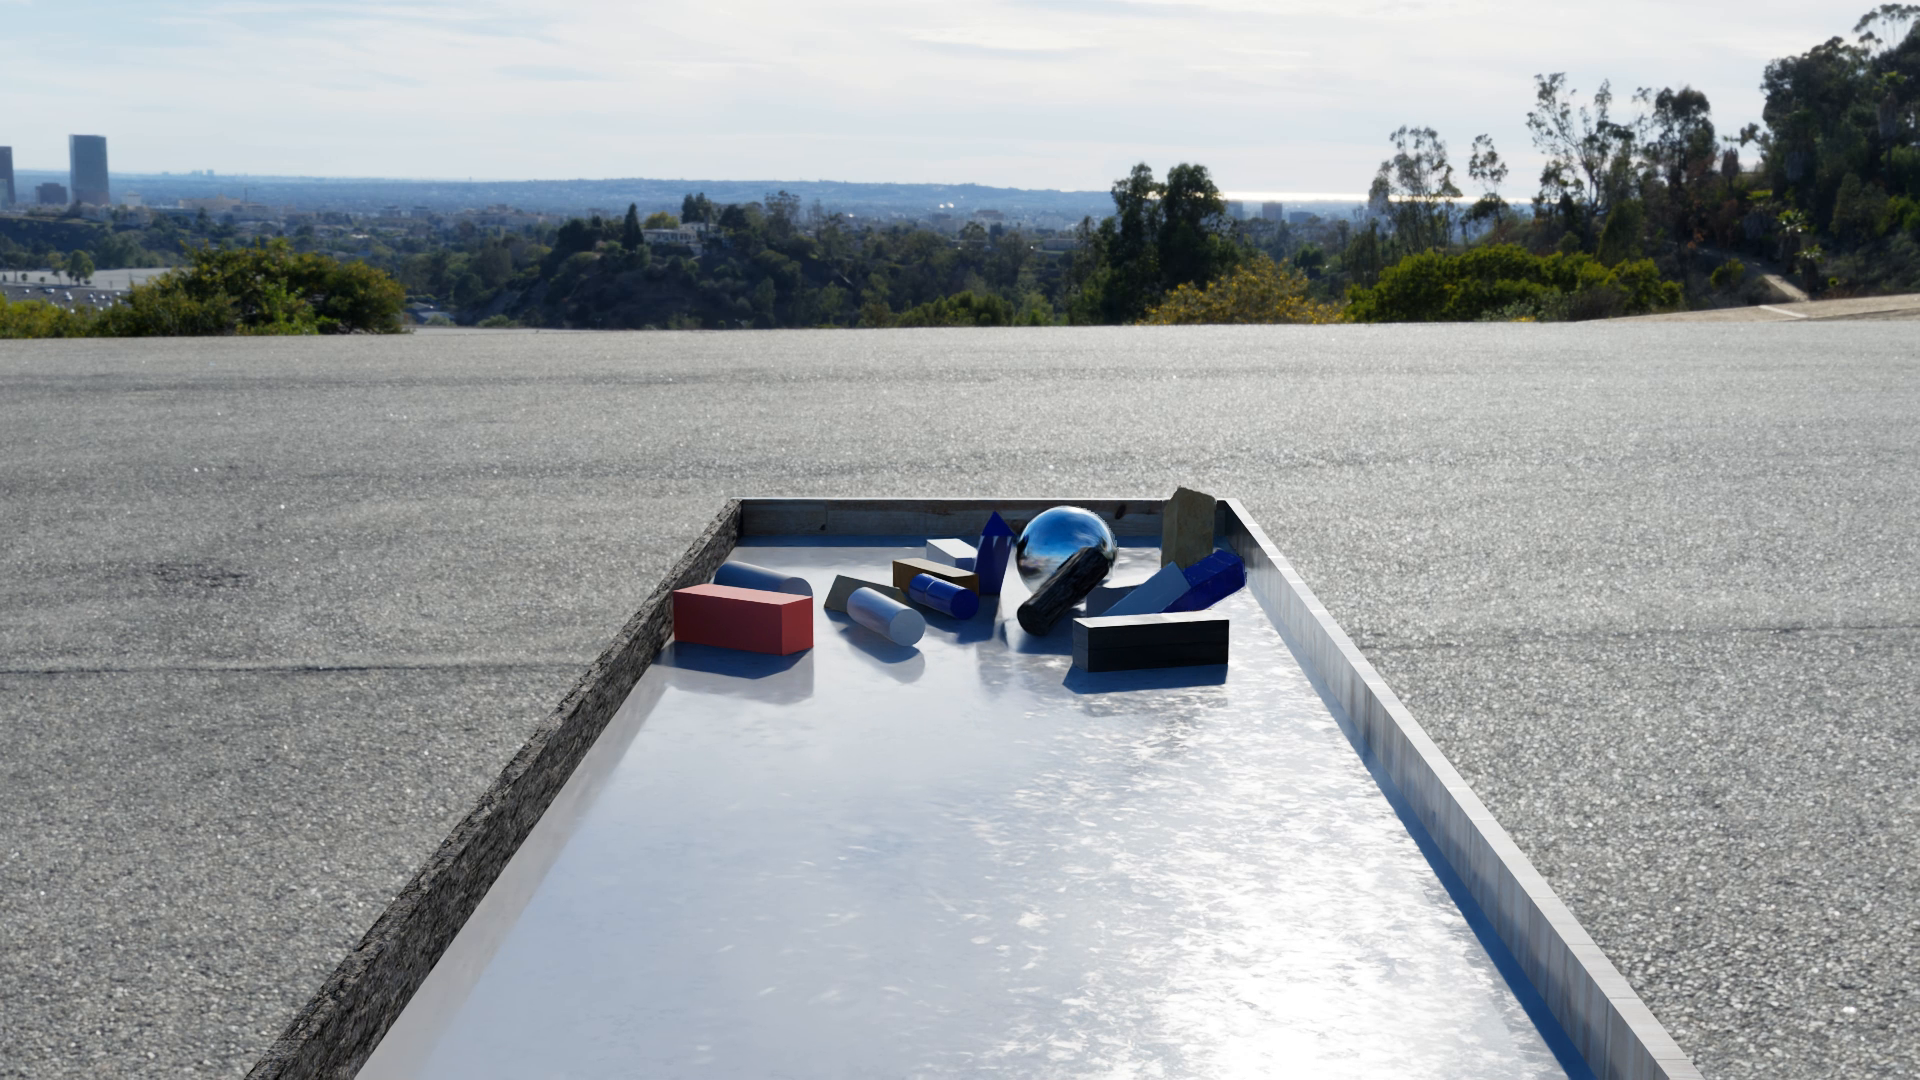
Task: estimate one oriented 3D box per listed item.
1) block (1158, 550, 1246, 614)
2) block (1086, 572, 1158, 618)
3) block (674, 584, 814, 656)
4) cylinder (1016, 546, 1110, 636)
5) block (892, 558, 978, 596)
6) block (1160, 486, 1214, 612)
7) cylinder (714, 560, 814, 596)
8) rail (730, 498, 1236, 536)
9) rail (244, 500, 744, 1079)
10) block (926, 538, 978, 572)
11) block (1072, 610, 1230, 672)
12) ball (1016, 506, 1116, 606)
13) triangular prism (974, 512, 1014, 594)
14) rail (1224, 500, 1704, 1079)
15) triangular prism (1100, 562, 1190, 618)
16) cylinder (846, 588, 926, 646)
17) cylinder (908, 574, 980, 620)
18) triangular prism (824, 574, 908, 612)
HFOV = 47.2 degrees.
[{"bbox_3d":[0.721,0.178,7.069,0.429,0.104,0.104,-27,33,-28],"label":"block"},{"bbox_3d":[0.607,0.195,7.377,0.375,0.127,0.127,-7,11,-36],"label":"block"},{"bbox_3d":[-0.684,0.249,6.930,0.433,0.160,0.160,6,11,33],"label":"block"},{"bbox_3d":[0.337,0.165,7.158,0.120,0.120,0.374,7,34,37],"label":"cylinder"},{"bbox_3d":[-0.089,0.147,7.748,0.105,0.105,0.407,-6,11,-32],"label":"block"},{"bbox_3d":[0.757,0.046,7.351,0.132,0.444,0.132,16,-39,-11],"label":"block"},{"bbox_3d":[-0.668,0.172,7.438,0.152,0.152,0.397,-7,11,-36],"label":"cylinder"},{"bbox_3d":[0.099,-0.098,9.147,2.100,0.150,0.050,0,9,1],"label":"rail"},{"bbox_3d":[-1.004,0.839,3.234,0.050,0.150,12.000,0,9,1],"label":"rail"},{"bbox_3d":[-0.012,0.090,8.055,0.122,0.122,0.416,-2,9,-15],"label":"block"},{"bbox_3d":[0.576,0.306,6.640,0.452,0.138,0.138,-3,9,-16],"label":"block"},{"bbox_3d":[0.363,0.059,7.534,0.346,0.346,0.346,0,9,0],"label":"ball"},{"bbox_3d":[0.103,0.045,7.676,0.114,0.099,0.378,-1,-32,-8],"label":"triangular prism"},{"bbox_3d":[1.046,0.843,3.208,0.050,0.150,12.000,0,9,1],"label":"rail"},{"bbox_3d":[0.536,0.209,6.864,0.103,0.089,0.444,14,38,44],"label":"triangular prism"},{"bbox_3d":[-0.241,0.245,7.079,0.121,0.121,0.407,-4,10,-22],"label":"cylinder"},{"bbox_3d":[-0.057,0.191,7.471,0.104,0.104,0.336,-4,10,-26],"label":"cylinder"},{"bbox_3d":[-0.311,0.191,7.441,0.124,0.107,0.346,-8,12,-39],"label":"triangular prism"}]
